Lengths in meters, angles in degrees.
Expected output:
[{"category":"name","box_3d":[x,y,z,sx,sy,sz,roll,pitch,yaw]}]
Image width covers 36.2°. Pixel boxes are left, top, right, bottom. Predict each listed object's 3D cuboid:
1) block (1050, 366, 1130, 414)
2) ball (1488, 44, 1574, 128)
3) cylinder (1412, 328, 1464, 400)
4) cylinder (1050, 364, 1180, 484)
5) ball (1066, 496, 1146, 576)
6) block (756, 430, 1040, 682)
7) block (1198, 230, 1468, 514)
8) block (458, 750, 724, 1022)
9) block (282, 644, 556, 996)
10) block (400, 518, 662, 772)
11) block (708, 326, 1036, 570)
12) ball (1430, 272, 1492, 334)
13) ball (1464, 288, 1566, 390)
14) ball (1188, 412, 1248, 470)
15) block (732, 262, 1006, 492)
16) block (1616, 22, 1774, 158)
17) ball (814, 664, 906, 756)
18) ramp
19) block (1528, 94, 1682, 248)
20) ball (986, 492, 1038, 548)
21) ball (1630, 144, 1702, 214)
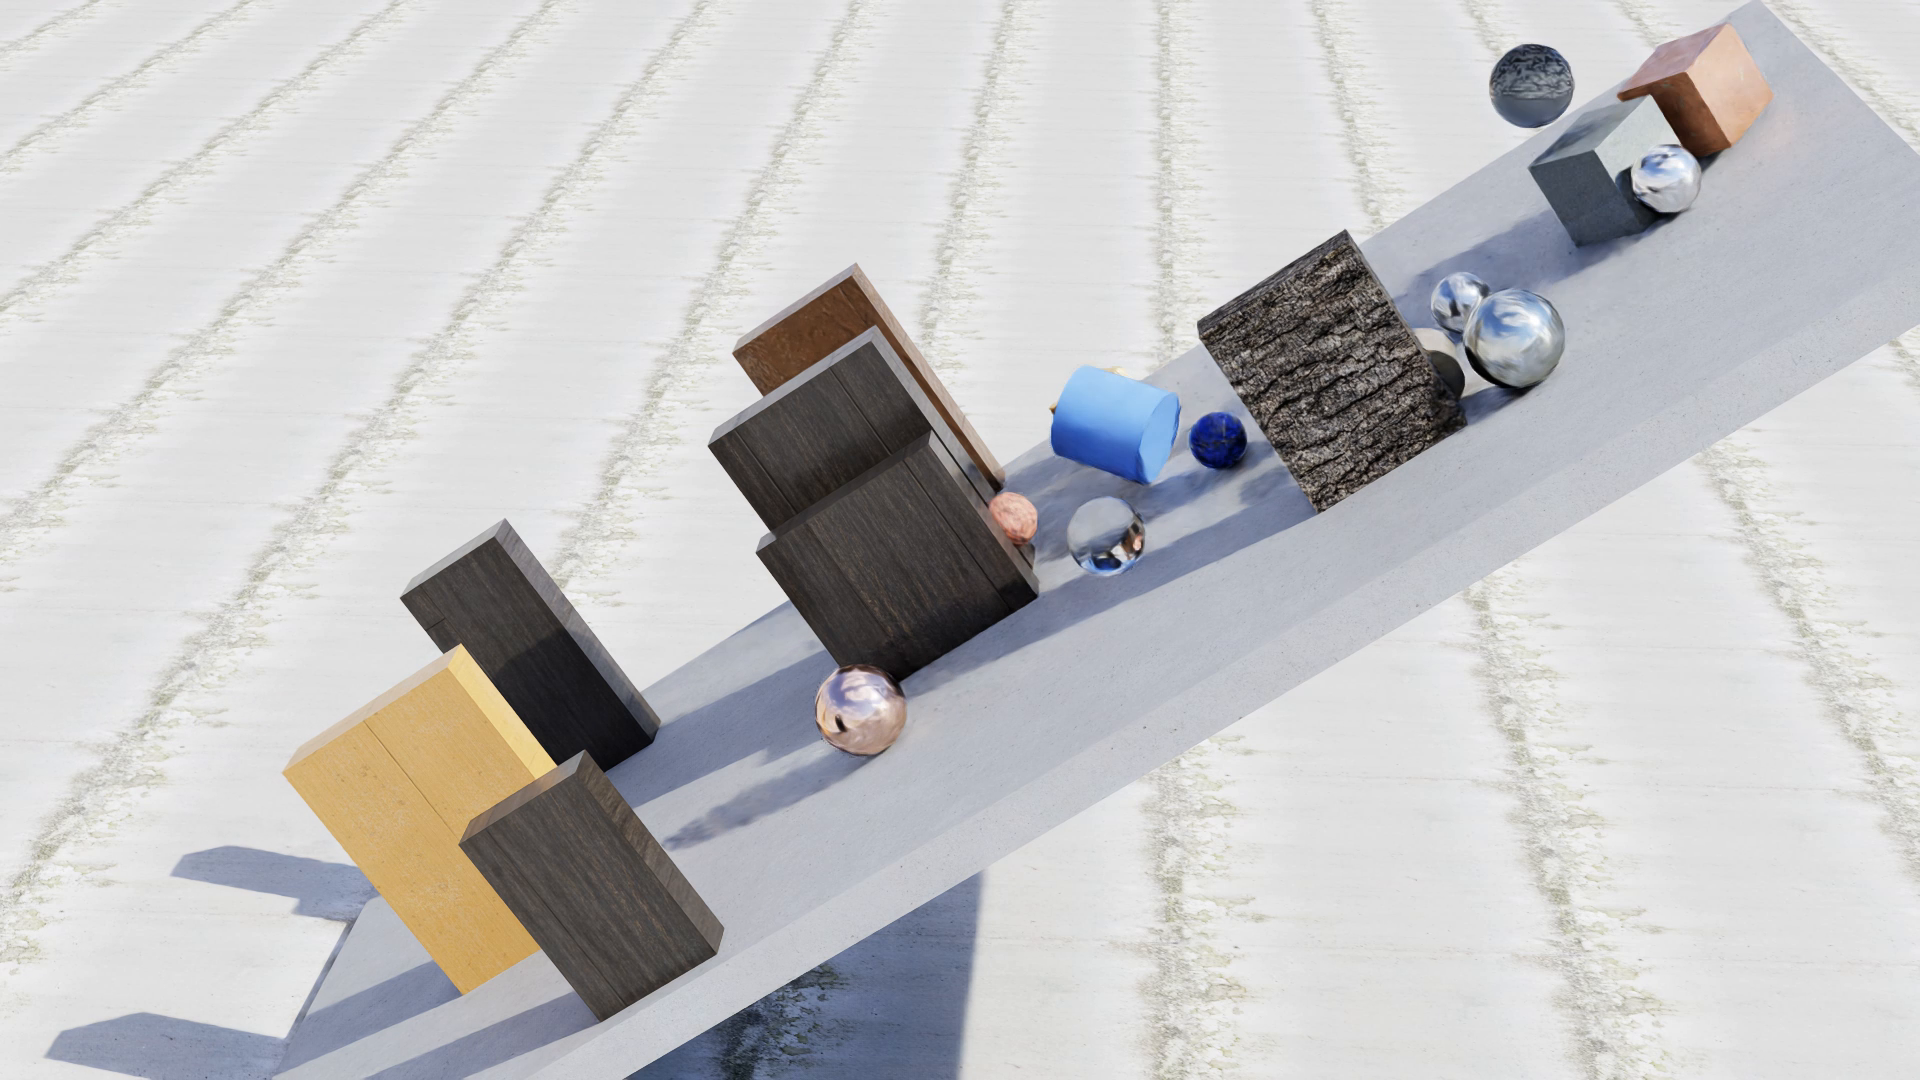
[{"category":"block","box_3d":[0.330,-0.297,6.824,0.146,0.146,0.146,-42,16,-22]},{"category":"ball","box_3d":[1.133,-0.901,5.834,0.168,0.168,0.168,0,21,0]},{"category":"cylinder","box_3d":[0.900,-0.324,5.684,0.135,0.135,0.135,1,22,3]},{"category":"cylinder","box_3d":[0.338,-0.251,6.385,0.208,0.208,0.208,20,27,22]},{"category":"ball","box_3d":[0.298,-0.007,5.991,0.162,0.162,0.162,0,21,0]},{"category":"block","box_3d":[-0.131,0.058,6.246,0.445,0.410,0.091,-32,16,14]},{"category":"block","box_3d":[0.702,-0.315,5.546,0.329,0.423,0.099,-32,16,14]},{"category":"block","box_3d":[-0.697,0.659,5.586,0.277,0.450,0.104,-32,16,14]},{"category":"block","box_3d":[-1.051,0.595,6.210,0.443,0.624,0.124,-32,16,14]},{"category":"block","box_3d":[-1.028,0.289,7.064,0.287,0.631,0.125,-32,16,14]},{"category":"block","box_3d":[-0.189,-0.091,6.423,0.433,0.618,0.117,-32,16,14]},{"category":"ball","box_3d":[1.012,-0.478,5.938,0.124,0.124,0.124,0,21,0]},{"category":"ball","box_3d":[1.030,-0.373,5.466,0.186,0.186,0.186,0,21,0]},{"category":"ball","box_3d":[0.540,-0.209,6.152,0.122,0.122,0.122,0,21,0]},{"category":"block","box_3d":[-0.216,-0.304,7.083,0.350,0.636,0.116,-32,16,14]},{"category":"block","box_3d":[1.492,-0.903,5.968,0.185,0.185,0.185,-46,19,-30]},{"category":"ball","box_3d":[-0.201,0.345,5.965,0.187,0.187,0.187,0,21,0]},{"category":"ramp","box_3d":[0.137,0.172,6.301,4.000,0.100,2.000,-32,16,14]},{"category":"block","box_3d":[1.318,-0.743,5.931,0.199,0.199,0.199,-43,17,-26]},{"category":"ball","box_3d":[0.107,-0.042,6.304,0.121,0.121,0.121,0,21,0]},{"category":"ball","box_3d":[1.385,-0.708,5.772,0.139,0.139,0.139,0,21,0]}]
